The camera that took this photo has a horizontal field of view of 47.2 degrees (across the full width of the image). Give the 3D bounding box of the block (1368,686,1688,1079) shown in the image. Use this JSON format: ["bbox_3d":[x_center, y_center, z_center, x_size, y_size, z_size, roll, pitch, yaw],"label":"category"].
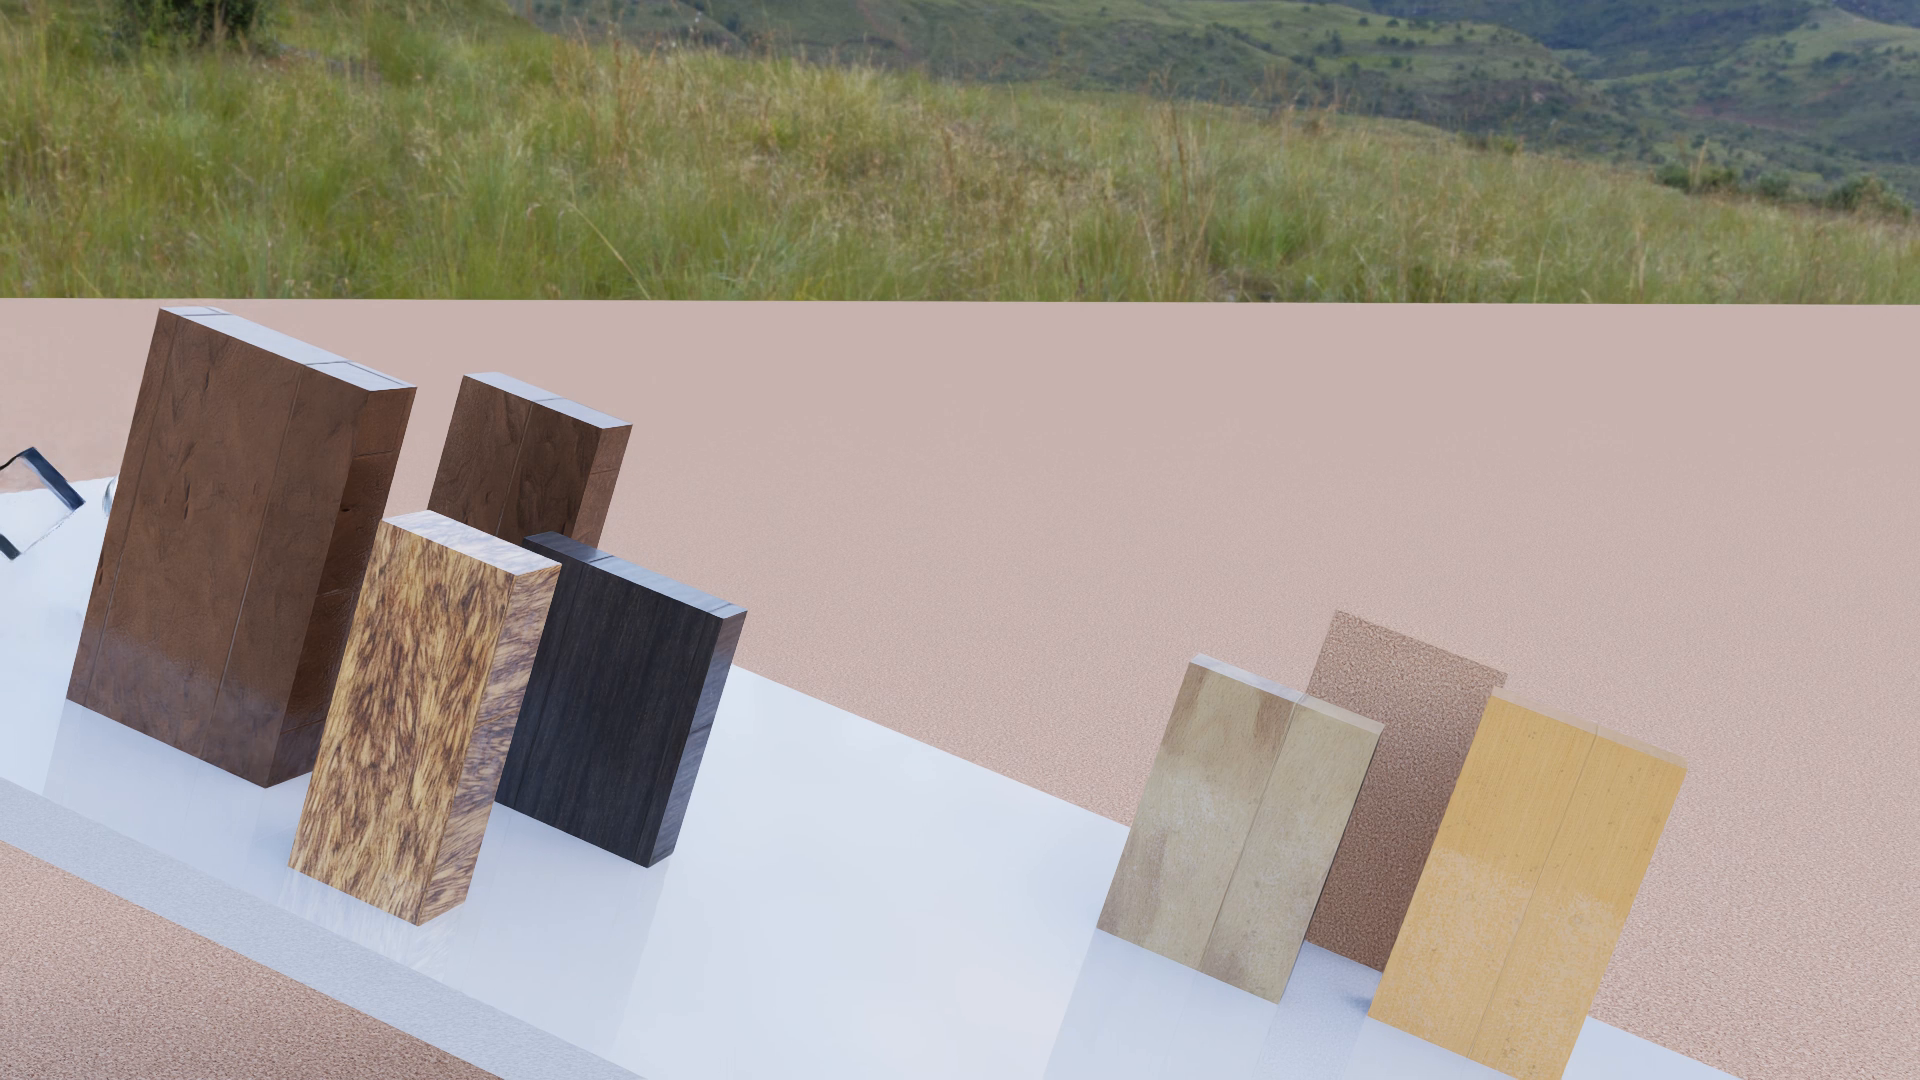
[{"bbox_3d":[1.105,0.683,4.306,0.385,0.697,0.105,21,12,14],"label":"block"}]

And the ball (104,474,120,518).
[{"bbox_3d":[-1.729,-0.080,4.644,0.149,0.149,0.149,0,7,0],"label":"ball"}]

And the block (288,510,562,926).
[{"bbox_3d":[-0.851,0.279,3.491,0.247,0.595,0.145,21,12,14],"label":"block"}]

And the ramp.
[{"bbox_3d":[-0.350,0.655,4.221,4.000,0.100,2.000,21,12,14],"label":"ramp"}]

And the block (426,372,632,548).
[{"bbox_3d":[-0.912,0.025,4.413,0.315,0.651,0.135,21,12,14],"label":"block"}]

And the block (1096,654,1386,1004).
[{"bbox_3d":[0.547,0.564,4.315,0.386,0.575,0.103,21,12,14],"label":"block"}]

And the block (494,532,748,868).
[{"bbox_3d":[-0.657,0.287,4.005,0.409,0.487,0.110,21,12,14],"label":"block"}]

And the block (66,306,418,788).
[{"bbox_3d":[-1.251,0.008,3.816,0.423,0.722,0.148,21,12,14],"label":"block"}]

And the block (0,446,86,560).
[{"bbox_3d":[-1.893,-0.075,4.441,0.152,0.152,0.152,-40,14,-3],"label":"block"}]

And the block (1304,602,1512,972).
[{"bbox_3d":[0.865,0.525,4.670,0.372,0.695,0.124,21,12,14],"label":"block"}]
